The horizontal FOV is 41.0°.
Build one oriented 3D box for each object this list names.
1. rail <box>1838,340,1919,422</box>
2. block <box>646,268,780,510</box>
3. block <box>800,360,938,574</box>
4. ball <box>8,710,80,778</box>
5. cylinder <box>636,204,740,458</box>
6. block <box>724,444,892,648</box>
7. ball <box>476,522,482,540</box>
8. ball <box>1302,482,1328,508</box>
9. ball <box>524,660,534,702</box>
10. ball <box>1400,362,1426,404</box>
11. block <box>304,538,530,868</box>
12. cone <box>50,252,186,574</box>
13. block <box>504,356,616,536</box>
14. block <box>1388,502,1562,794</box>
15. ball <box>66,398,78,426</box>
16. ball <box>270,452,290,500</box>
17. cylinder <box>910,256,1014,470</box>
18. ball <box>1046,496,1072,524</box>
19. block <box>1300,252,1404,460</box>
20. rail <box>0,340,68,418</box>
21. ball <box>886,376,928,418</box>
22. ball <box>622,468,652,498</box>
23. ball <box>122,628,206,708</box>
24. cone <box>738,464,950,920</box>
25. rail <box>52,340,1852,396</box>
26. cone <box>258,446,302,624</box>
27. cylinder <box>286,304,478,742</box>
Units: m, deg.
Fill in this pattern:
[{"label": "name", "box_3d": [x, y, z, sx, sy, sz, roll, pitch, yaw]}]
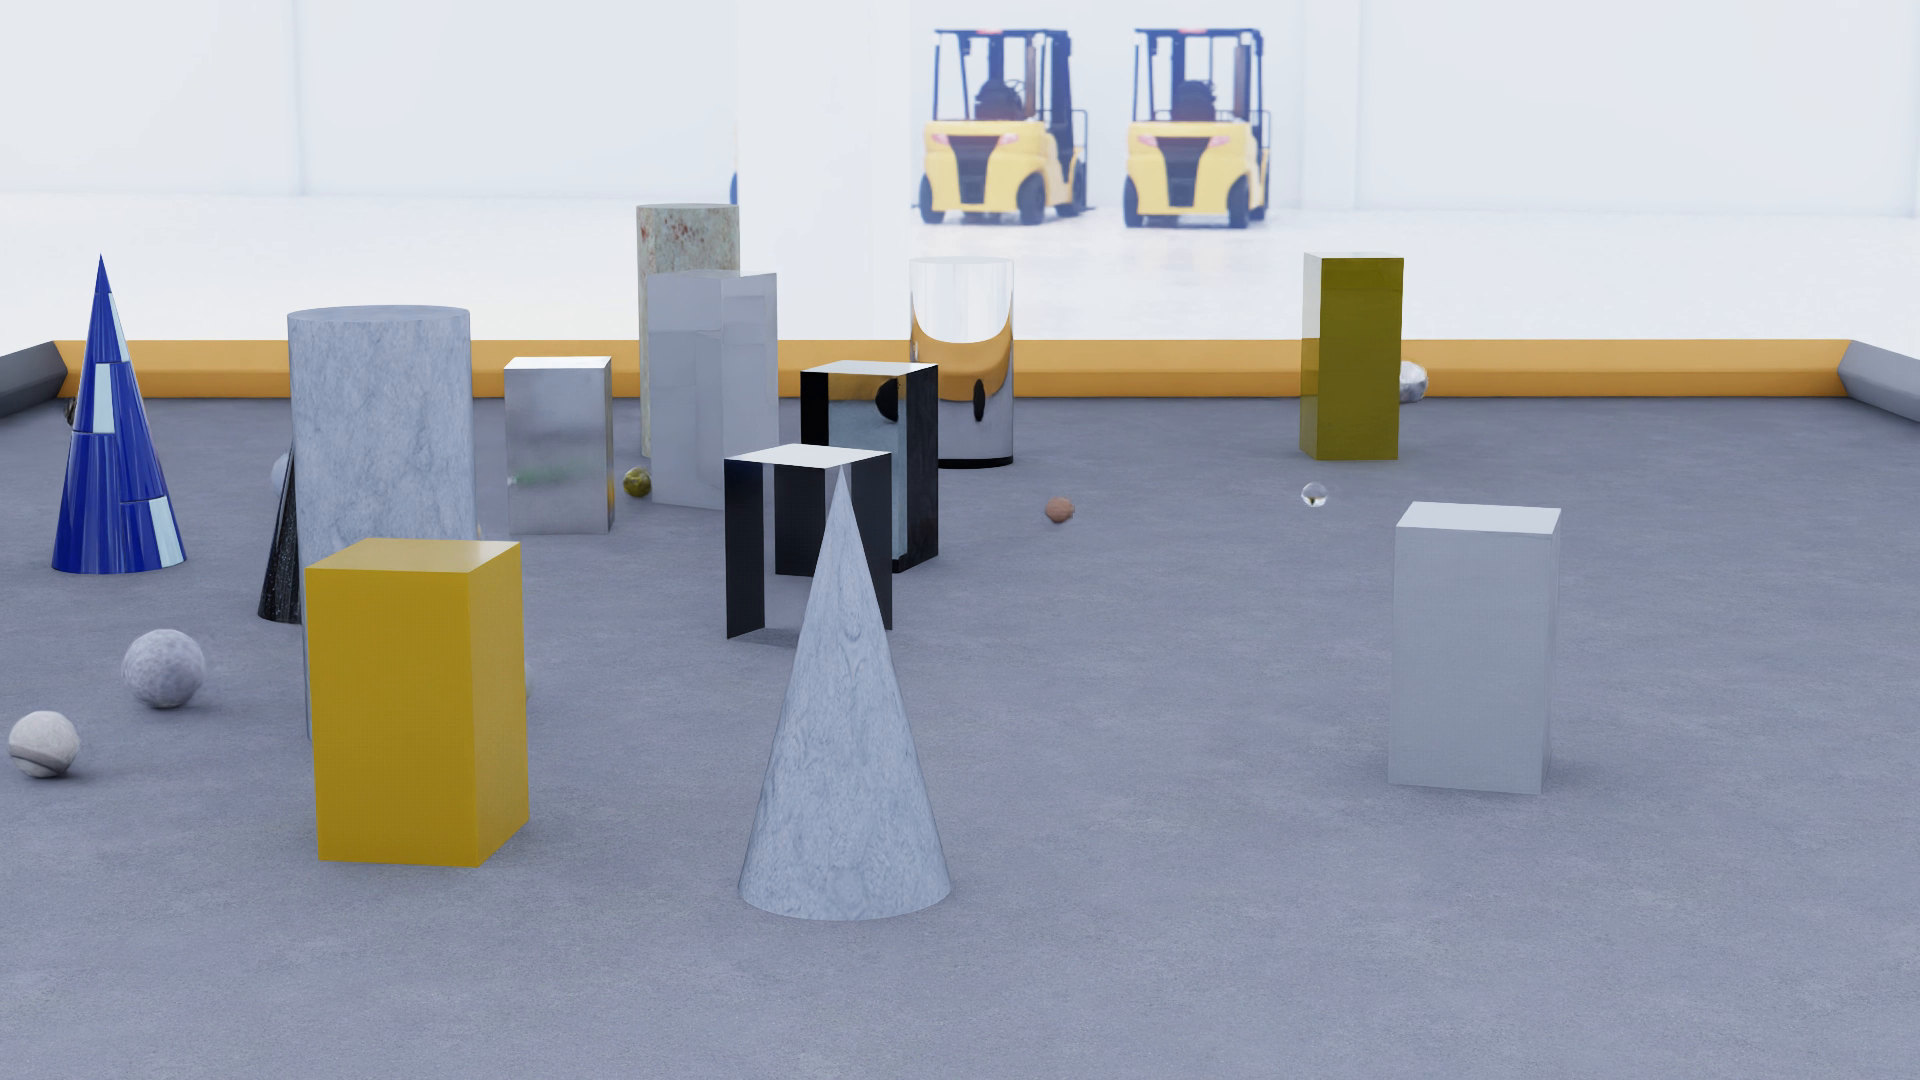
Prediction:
[{"label": "rail", "box_3d": [1.959, 0.030, 3.460, 0.045, 0.125, 4.501, 0, 11, 0]}, {"label": "block", "box_3d": [-0.412, -0.256, 4.299, 0.153, 0.381, 0.153, 7, 12, 31]}, {"label": "block", "box_3d": [-0.132, -0.111, 3.777, 0.153, 0.287, 0.153, 4, 11, 21]}, {"label": "ball", "box_3d": [-0.946, 0.210, 2.648, 0.069, 0.069, 0.069, 0, 11, 0]}, {"label": "cylinder", "box_3d": [-0.506, -0.393, 4.812, 0.192, 0.464, 0.192, 0, 11, 0]}, {"label": "block", "box_3d": [-0.193, 0.007, 3.289, 0.153, 0.234, 0.153, 6, 12, 30]}, {"label": "ball", "box_3d": [-0.748, -0.009, 3.850, 0.060, 0.060, 0.060, 0, 11, 0]}, {"label": "ball", "box_3d": [0.588, -0.075, 4.258, 0.042, 0.042, 0.042, 0, 11, 0]}, {"label": "ball", "box_3d": [-0.517, 0.162, 2.921, 0.064, 0.064, 0.064, 0, 11, 0]}, {"label": "ball", "box_3d": [0.965, -0.342, 5.556, 0.091, 0.091, 0.091, 0, 11, 0]}, {"label": "block", "box_3d": [-0.507, 0.149, 2.413, 0.153, 0.276, 0.153, 2, 11, 8]}, {"label": "cone", "box_3d": [-1.243, -0.193, 3.754, 0.192, 0.458, 0.192, 0, 11, 0]}, {"label": "block", "box_3d": [-0.632, -0.151, 4.064, 0.153, 0.262, 0.153, -1, 11, -3]}, {"label": "block", "box_3d": [0.533, 0.108, 2.655, 0.153, 0.268, 0.153, 3, 11, 16]}, {"label": "ball", "box_3d": [-1.756, -0.253, 5.140, 0.068, 0.068, 0.068, 0, 11, 0]}, {"label": "ball", "box_3d": [-1.094, -0.102, 4.252, 0.096, 0.096, 0.096, 0, 11, 0]}, {"label": "cylinder", "box_3d": [0.003, -0.328, 4.718, 0.192, 0.371, 0.192, 0, 11, 0]}, {"label": "ball", "box_3d": [0.159, -0.048, 4.108, 0.043, 0.043, 0.043, 0, 11, 0]}, {"label": "block", "box_3d": [0.732, -0.347, 4.808, 0.153, 0.375, 0.153, -1, 11, -5]}, {"label": "rail", "box_3d": [-1.959, 0.034, 3.438, 0.045, 0.125, 4.501, 0, 11, 0]}, {"label": "ball", "box_3d": [-0.110, -0.297, 5.324, 0.088, 0.088, 0.088, 0, 11, 0]}, {"label": "ball", "box_3d": [-0.547, -0.097, 4.350, 0.050, 0.050, 0.050, 0, 11, 0]}, {"label": "ball", "box_3d": [-0.909, 0.147, 2.932, 0.090, 0.090, 0.090, 0, 11, 0]}, {"label": "cone", "box_3d": [-0.103, 0.122, 2.267, 0.192, 0.383, 0.192, 0, 11, 0]}, {"label": "rail", "box_3d": [-0.013, -0.375, 5.638, 3.965, 0.125, 0.045, 0, 11, 0]}, {"label": "cone", "box_3d": [-0.850, -0.101, 3.428, 0.192, 0.396, 0.192, 0, 11, 0]}, {"label": "cylinder", "box_3d": [-0.624, -0.017, 2.795, 0.192, 0.462, 0.192, 0, 11, 0]}]
